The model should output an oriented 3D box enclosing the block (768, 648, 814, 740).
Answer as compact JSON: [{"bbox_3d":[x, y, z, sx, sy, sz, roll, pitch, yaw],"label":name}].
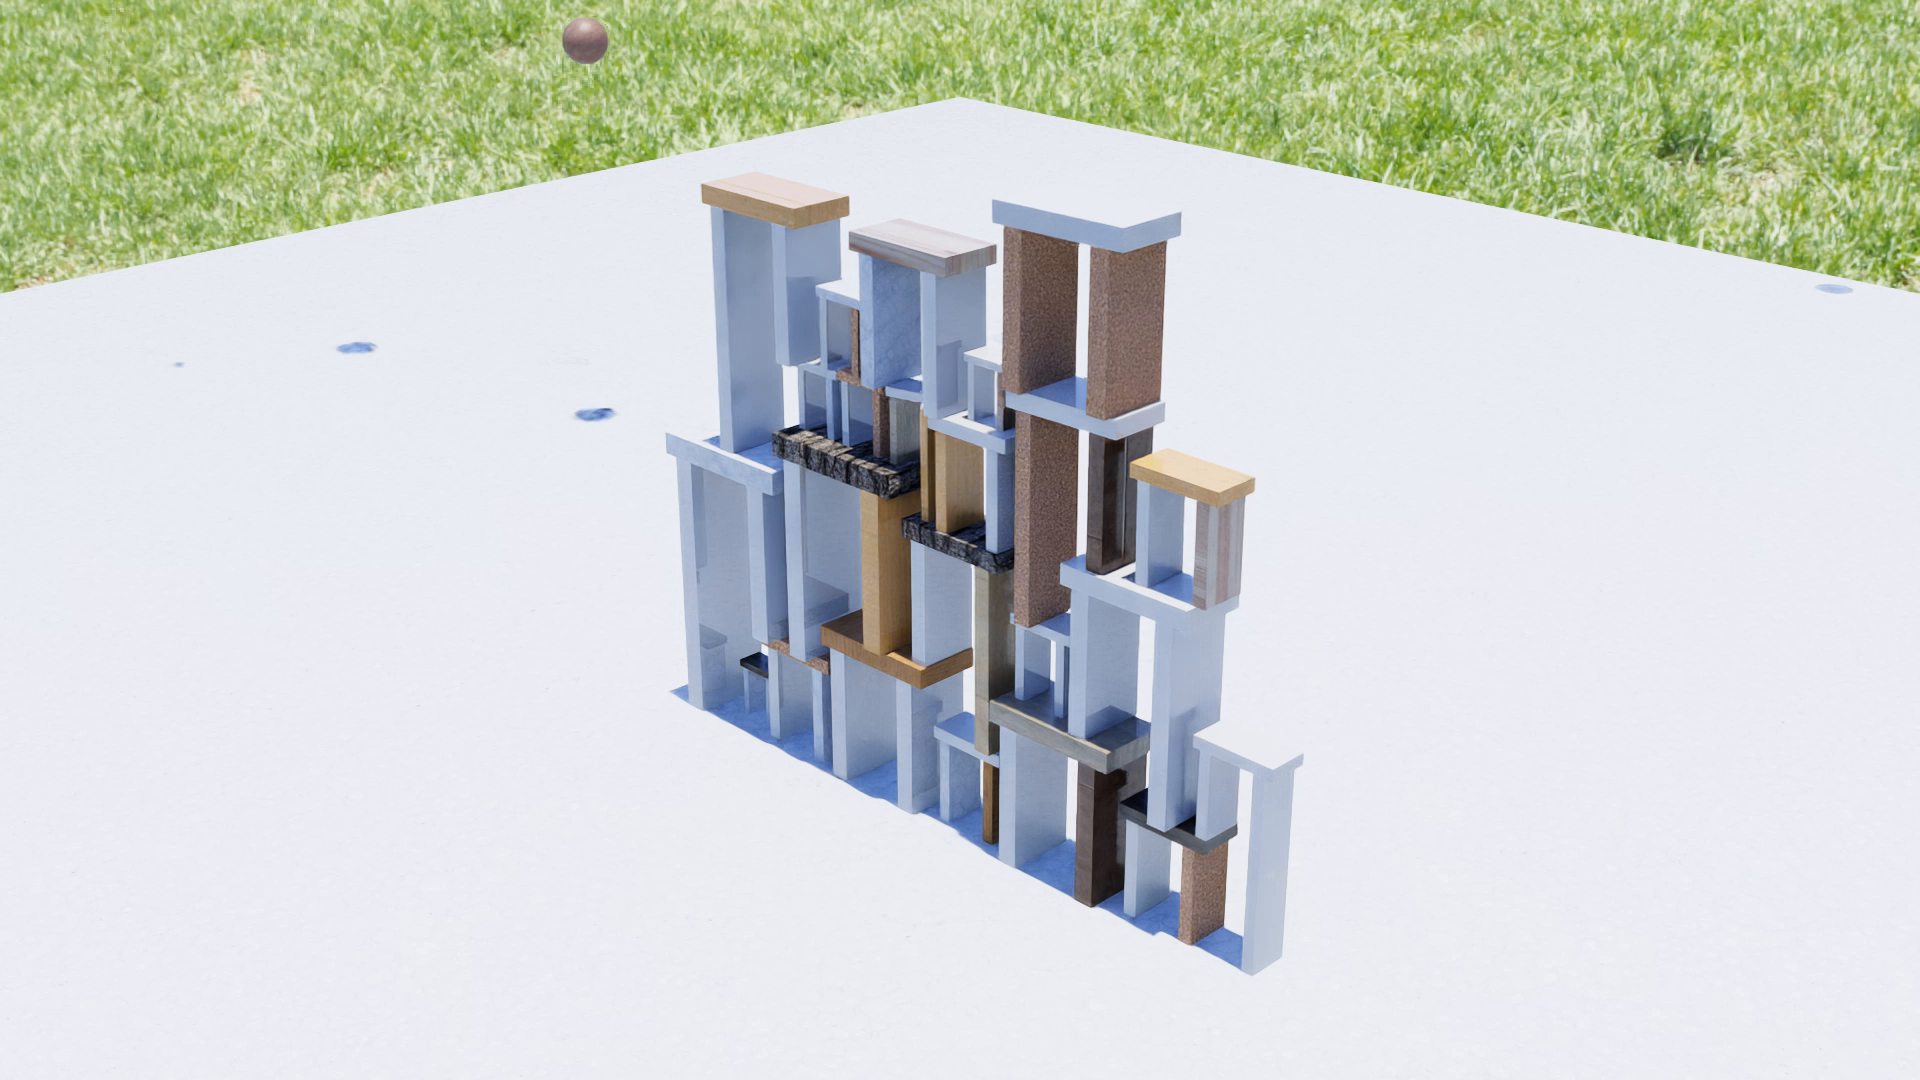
[{"bbox_3d":[-0.361,0.314,4.747,0.030,0.212,0.106,21,31,41],"label":"block"}]

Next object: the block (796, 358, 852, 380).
[{"bbox_3d":[-0.265,-0.346,4.367,0.128,0.018,0.064,21,31,41],"label":"block"}]

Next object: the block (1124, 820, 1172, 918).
[{"bbox_3d":[0.351,0.596,4.102,0.028,0.199,0.099,21,31,41],"label":"block"}]

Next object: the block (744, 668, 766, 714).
[{"bbox_3d":[-0.450,0.324,4.857,0.016,0.110,0.055,21,31,41],"label":"block"}]

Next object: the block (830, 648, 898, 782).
[{"bbox_3d":[-0.198,0.341,4.580,0.042,0.294,0.147,21,31,41],"label":"block"}]

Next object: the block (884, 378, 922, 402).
[{"bbox_3d":[-0.071,-0.282,4.186,0.134,0.019,0.067,14,26,40],"label":"block"}]

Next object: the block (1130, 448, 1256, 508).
[{"bbox_3d":[0.396,-0.107,3.751,0.098,0.028,0.195,-22,31,-40],"label":"block"}]

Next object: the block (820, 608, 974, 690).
[{"bbox_3d":[-0.129,0.213,4.451,0.294,0.042,0.147,21,31,41],"label":"block"}]

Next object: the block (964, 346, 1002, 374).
[{"bbox_3d":[0.066,-0.328,4.012,0.056,0.016,0.112,-21,31,-40],"label":"block"}]

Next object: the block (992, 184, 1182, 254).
[{"bbox_3d":[0.214,-0.551,3.750,0.299,0.042,0.149,20,30,41],"label":"block"}]

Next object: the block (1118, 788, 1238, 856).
[{"bbox_3d":[0.398,0.509,4.014,0.199,0.028,0.099,21,31,41],"label":"block"}]

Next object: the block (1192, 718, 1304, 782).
[{"bbox_3d":[0.502,0.366,3.836,0.175,0.025,0.087,22,31,40],"label":"block"}]

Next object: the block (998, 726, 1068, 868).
[{"bbox_3d":[0.143,0.474,4.263,0.042,0.297,0.148,21,31,41],"label":"block"}]

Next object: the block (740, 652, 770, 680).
[{"bbox_3d":[-0.424,0.276,4.808,0.110,0.016,0.055,21,31,41],"label":"block"}]

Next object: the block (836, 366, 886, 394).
[{"bbox_3d":[-0.170,-0.314,4.275,0.133,0.019,0.067,21,31,40],"label":"block"}]

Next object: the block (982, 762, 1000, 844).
[{"bbox_3d":[0.086,0.504,4.343,0.025,0.180,0.090,21,31,41],"label":"block"}]

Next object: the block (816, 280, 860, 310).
[{"bbox_3d":[-0.210,-0.474,4.256,0.068,0.019,0.136,-20,30,-40],"label":"block"}]

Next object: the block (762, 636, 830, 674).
[{"bbox_3d":[-0.311,0.222,4.654,0.212,0.030,0.106,21,31,41],"label":"block"}]

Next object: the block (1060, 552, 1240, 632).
[{"bbox_3d":[0.335,0.080,3.899,0.292,0.041,0.146,21,31,40],"label":"block"}]

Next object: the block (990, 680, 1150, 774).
[{"bbox_3d":[0.213,0.345,4.132,0.297,0.042,0.148,21,31,41],"label":"block"}]

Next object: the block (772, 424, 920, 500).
[{"bbox_3d":[-0.196,-0.169,4.362,0.171,0.048,0.342,-21,31,-41],"label":"block"}]

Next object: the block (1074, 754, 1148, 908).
[{"bbox_3d":[0.283,0.529,4.134,0.042,0.297,0.148,21,31,41],"label":"block"}]

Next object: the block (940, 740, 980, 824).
[{"bbox_3d":[0.001,0.471,4.421,0.025,0.180,0.090,21,31,41],"label":"block"}]

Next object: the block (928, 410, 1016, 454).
[{"bbox_3d":[0.046,-0.210,4.077,0.101,0.029,0.202,-22,31,-40],"label":"block"}]

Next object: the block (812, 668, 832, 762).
[{"bbox_3d":[-0.261,0.354,4.655,0.030,0.212,0.106,21,31,41],"label":"block"}]

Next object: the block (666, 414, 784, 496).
[{"bbox_3d":[-0.442,-0.184,4.624,0.346,0.049,0.173,21,31,40],"label":"block"}]

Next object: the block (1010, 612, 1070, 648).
[{"bbox_3d":[0.175,0.157,4.106,0.076,0.022,0.152,-21,31,-41],"label":"block"}]

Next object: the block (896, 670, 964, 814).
[{"bbox_3d":[-0.059,0.395,4.453,0.042,0.294,0.147,21,31,41],"label":"block"}]

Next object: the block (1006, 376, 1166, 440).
[{"bbox_3d":[0.220,-0.240,3.887,0.261,0.037,0.130,20,30,41],"label":"block"}]

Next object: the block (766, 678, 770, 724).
[{"bbox_3d":[-0.399,0.344,4.809,0.016,0.110,0.055,21,31,41],"label":"block"}]

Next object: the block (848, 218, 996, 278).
[{"bbox_3d":[-0.070,-0.542,4.069,0.131,0.037,0.262,-21,30,-40],"label":"block"}]

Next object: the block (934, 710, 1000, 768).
[{"bbox_3d":[0.044,0.393,4.342,0.090,0.026,0.180,-22,31,-40],"label":"block"}]

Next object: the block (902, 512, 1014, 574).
[{"bbox_3d":[0.025,-0.006,4.200,0.130,0.037,0.261,-21,31,-40],"label":"block"}]

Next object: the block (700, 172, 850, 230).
[{"bbox_3d":[-0.365,-0.671,4.330,0.142,0.040,0.283,-21,31,-40],"label":"block"}]
